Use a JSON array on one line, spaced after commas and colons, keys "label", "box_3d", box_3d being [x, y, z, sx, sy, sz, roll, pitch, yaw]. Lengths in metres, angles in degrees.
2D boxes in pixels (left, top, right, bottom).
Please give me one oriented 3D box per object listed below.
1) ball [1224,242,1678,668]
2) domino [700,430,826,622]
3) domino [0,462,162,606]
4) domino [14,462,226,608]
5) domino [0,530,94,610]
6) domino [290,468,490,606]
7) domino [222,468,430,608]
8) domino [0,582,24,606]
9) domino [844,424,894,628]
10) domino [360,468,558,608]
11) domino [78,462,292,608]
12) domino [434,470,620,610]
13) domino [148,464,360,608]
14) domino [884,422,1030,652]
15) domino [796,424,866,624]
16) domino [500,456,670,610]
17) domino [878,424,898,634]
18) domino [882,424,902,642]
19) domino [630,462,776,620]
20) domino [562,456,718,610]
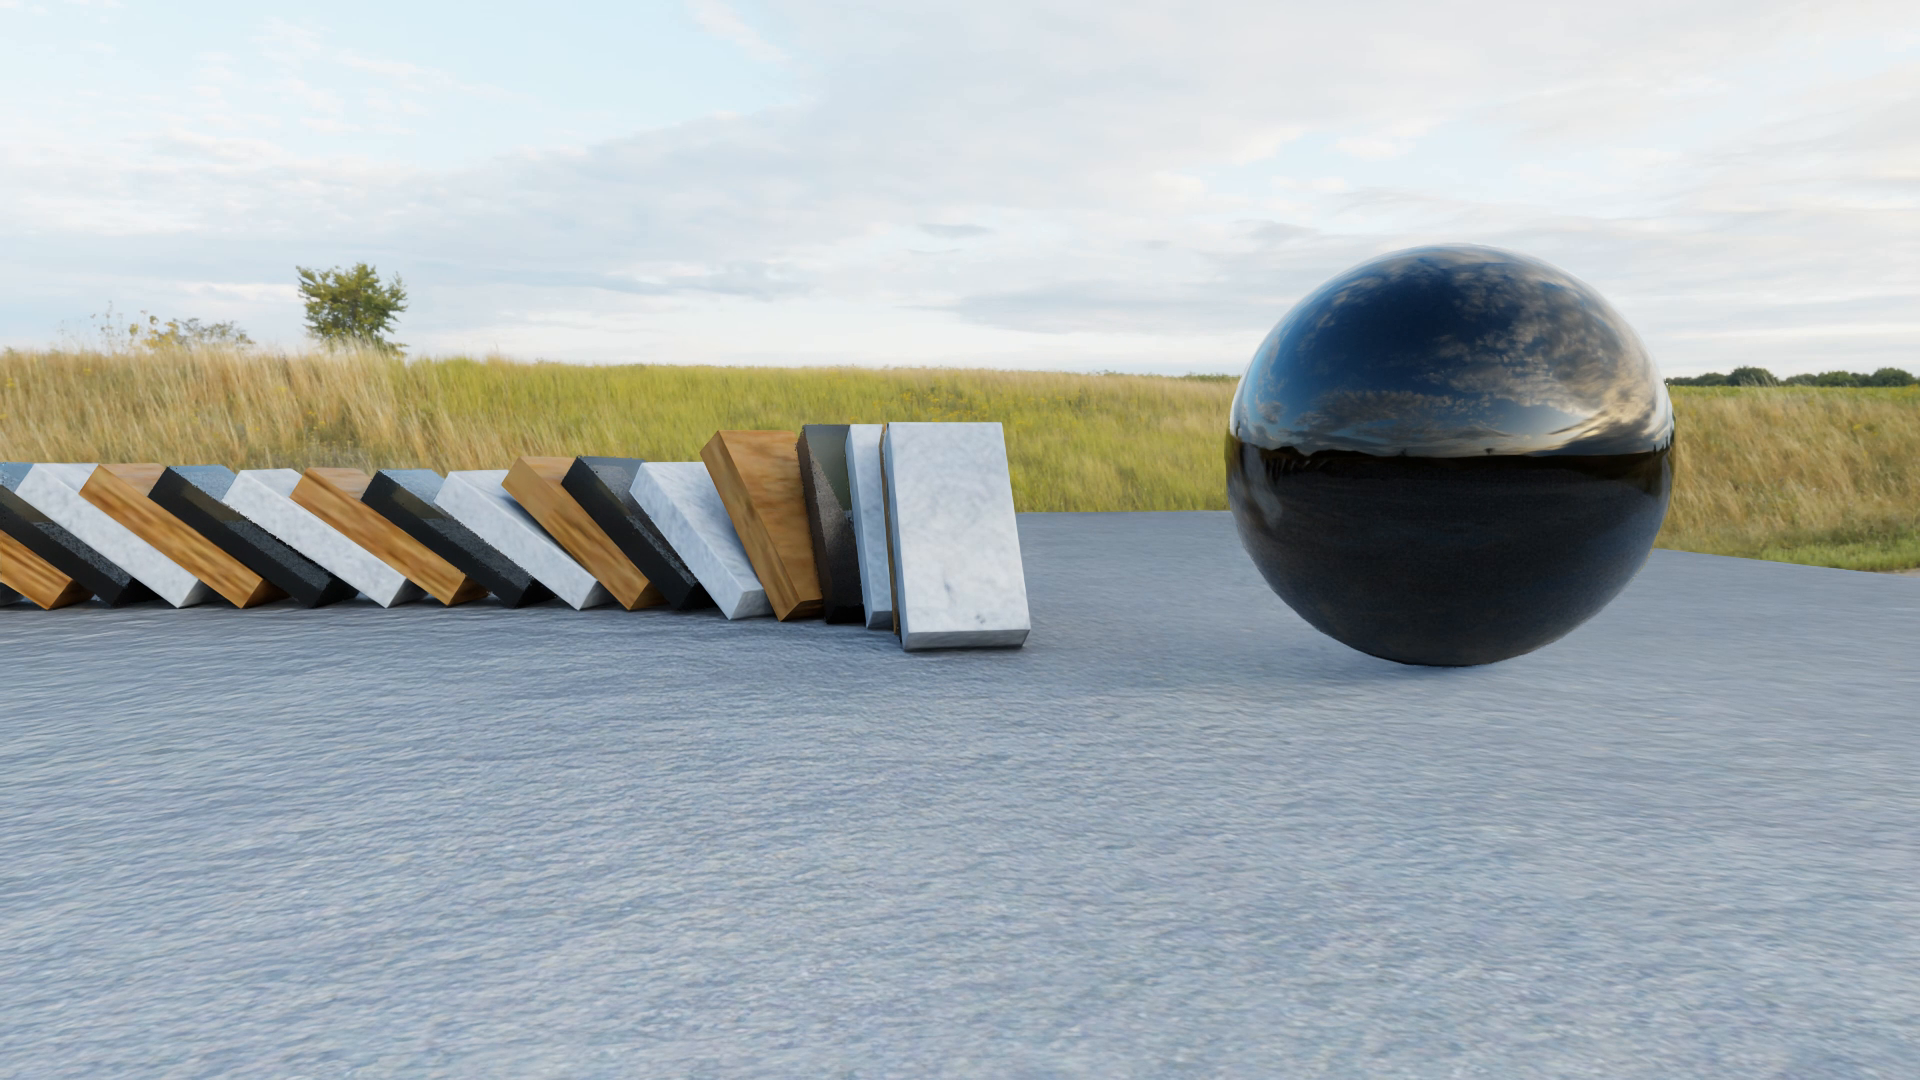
[{"label": "ball", "box_3d": [0.091, -0.016, 0.244, 0.080, 0.080, 0.080, 0, 4, 0]}, {"label": "domino", "box_3d": [-0.043, -0.005, 0.321, 0.025, 0.050, 0.009, -5, -30, -49]}, {"label": "domino", "box_3d": [-0.236, -0.002, 0.341, 0.050, 0.010, 0.025, 36, 0, -3]}, {"label": "domino", "box_3d": [-0.219, -0.002, 0.341, 0.050, 0.010, 0.025, 36, 2, -3]}, {"label": "domino", "box_3d": [-0.252, -0.001, 0.334, 0.050, 0.010, 0.025, 37, -5, -12]}, {"label": "domino", "box_3d": [-0.150, -0.002, 0.345, 0.050, 0.010, 0.025, 34, 4, 1]}, {"label": "domino", "box_3d": [-0.167, -0.001, 0.343, 0.050, 0.009, 0.025, 34, 4, -2]}, {"label": "domino", "box_3d": [-0.268, 0.000, 0.329, 0.050, 0.009, 0.025, 35, -5, -15]}, {"label": "domino", "box_3d": [-0.012, -0.004, 0.306, 0.025, 0.050, 0.010, -1, -28, -15]}, {"label": "domino", "box_3d": [-0.131, -0.001, 0.344, 0.050, 0.009, 0.025, 34, 7, 4]}, {"label": "domino", "box_3d": [-0.202, -0.002, 0.341, 0.050, 0.009, 0.025, 36, 3, -3]}, {"label": "domino", "box_3d": [-0.112, -0.001, 0.343, 0.050, 0.010, 0.025, 35, 12, 10]}, {"label": "domino", "box_3d": [-0.185, -0.001, 0.342, 0.050, 0.009, 0.025, 35, 3, -3]}, {"label": "domino", "box_3d": [-0.001, -0.002, 0.273, 0.025, 0.050, 0.010, -1, -28, -11]}, {"label": "domino", "box_3d": [-0.023, -0.005, 0.315, 0.025, 0.050, 0.009, -2, -28, -22]}, {"label": "domino", "box_3d": [-0.095, -0.003, 0.340, 0.050, 0.009, 0.025, 41, 15, 13]}, {"label": "domino", "box_3d": [-0.004, -0.003, 0.296, 0.025, 0.050, 0.010, -1, -28, -11]}, {"label": "domino", "box_3d": [-0.002, -0.002, 0.284, 0.025, 0.050, 0.010, -1, -28, -11]}, {"label": "domino", "box_3d": [-0.060, -0.001, 0.328, 0.025, 0.009, 0.050, -5, 43, -49]}, {"label": "domino", "box_3d": [-0.079, -0.002, 0.336, 0.050, 0.009, 0.025, 43, 19, 20]}]
